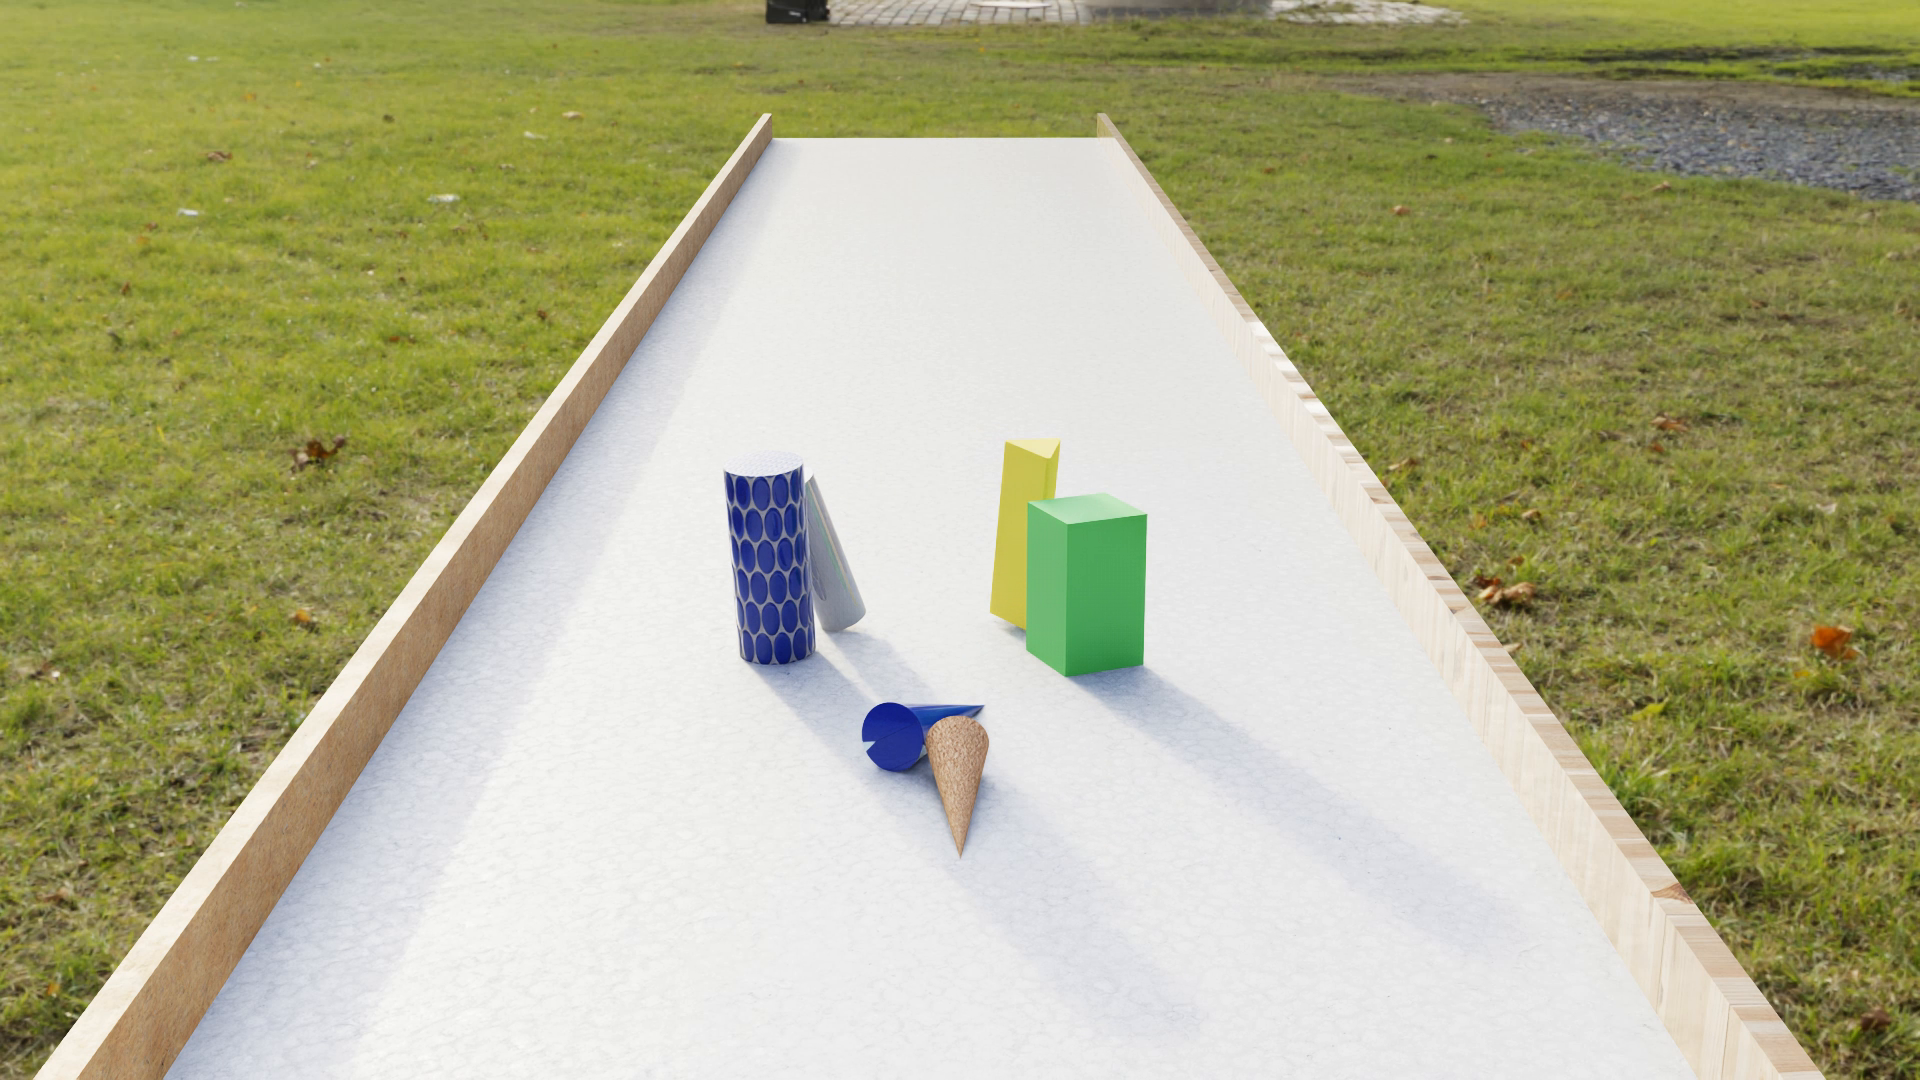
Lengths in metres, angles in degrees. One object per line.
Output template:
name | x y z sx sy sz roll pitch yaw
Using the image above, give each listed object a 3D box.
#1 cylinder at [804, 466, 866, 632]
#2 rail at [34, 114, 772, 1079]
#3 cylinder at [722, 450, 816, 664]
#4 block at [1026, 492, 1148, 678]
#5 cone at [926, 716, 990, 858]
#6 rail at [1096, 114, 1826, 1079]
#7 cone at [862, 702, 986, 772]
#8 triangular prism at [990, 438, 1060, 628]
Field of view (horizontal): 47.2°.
cylinder | -0.296 0.020 4.541 0.104 0.337 0.104 -16 27 8
rail | -1.118 -0.838 7.780 0.050 0.150 12.000 0 17 -1
cylinder | -0.379 0.035 4.391 0.159 0.398 0.159 -2 21 1
block | 0.250 0.087 4.387 0.175 0.313 0.175 -7 18 -23
cone | -0.002 0.433 3.674 0.111 0.111 0.364 0 25 -1
rail | 0.932 -0.844 7.801 0.050 0.150 12.000 0 17 -1
cone | -0.035 0.329 4.014 0.123 0.123 0.363 9 9 27
triangular prism | 0.156 -0.019 4.574 0.119 0.391 0.103 25 31 37
